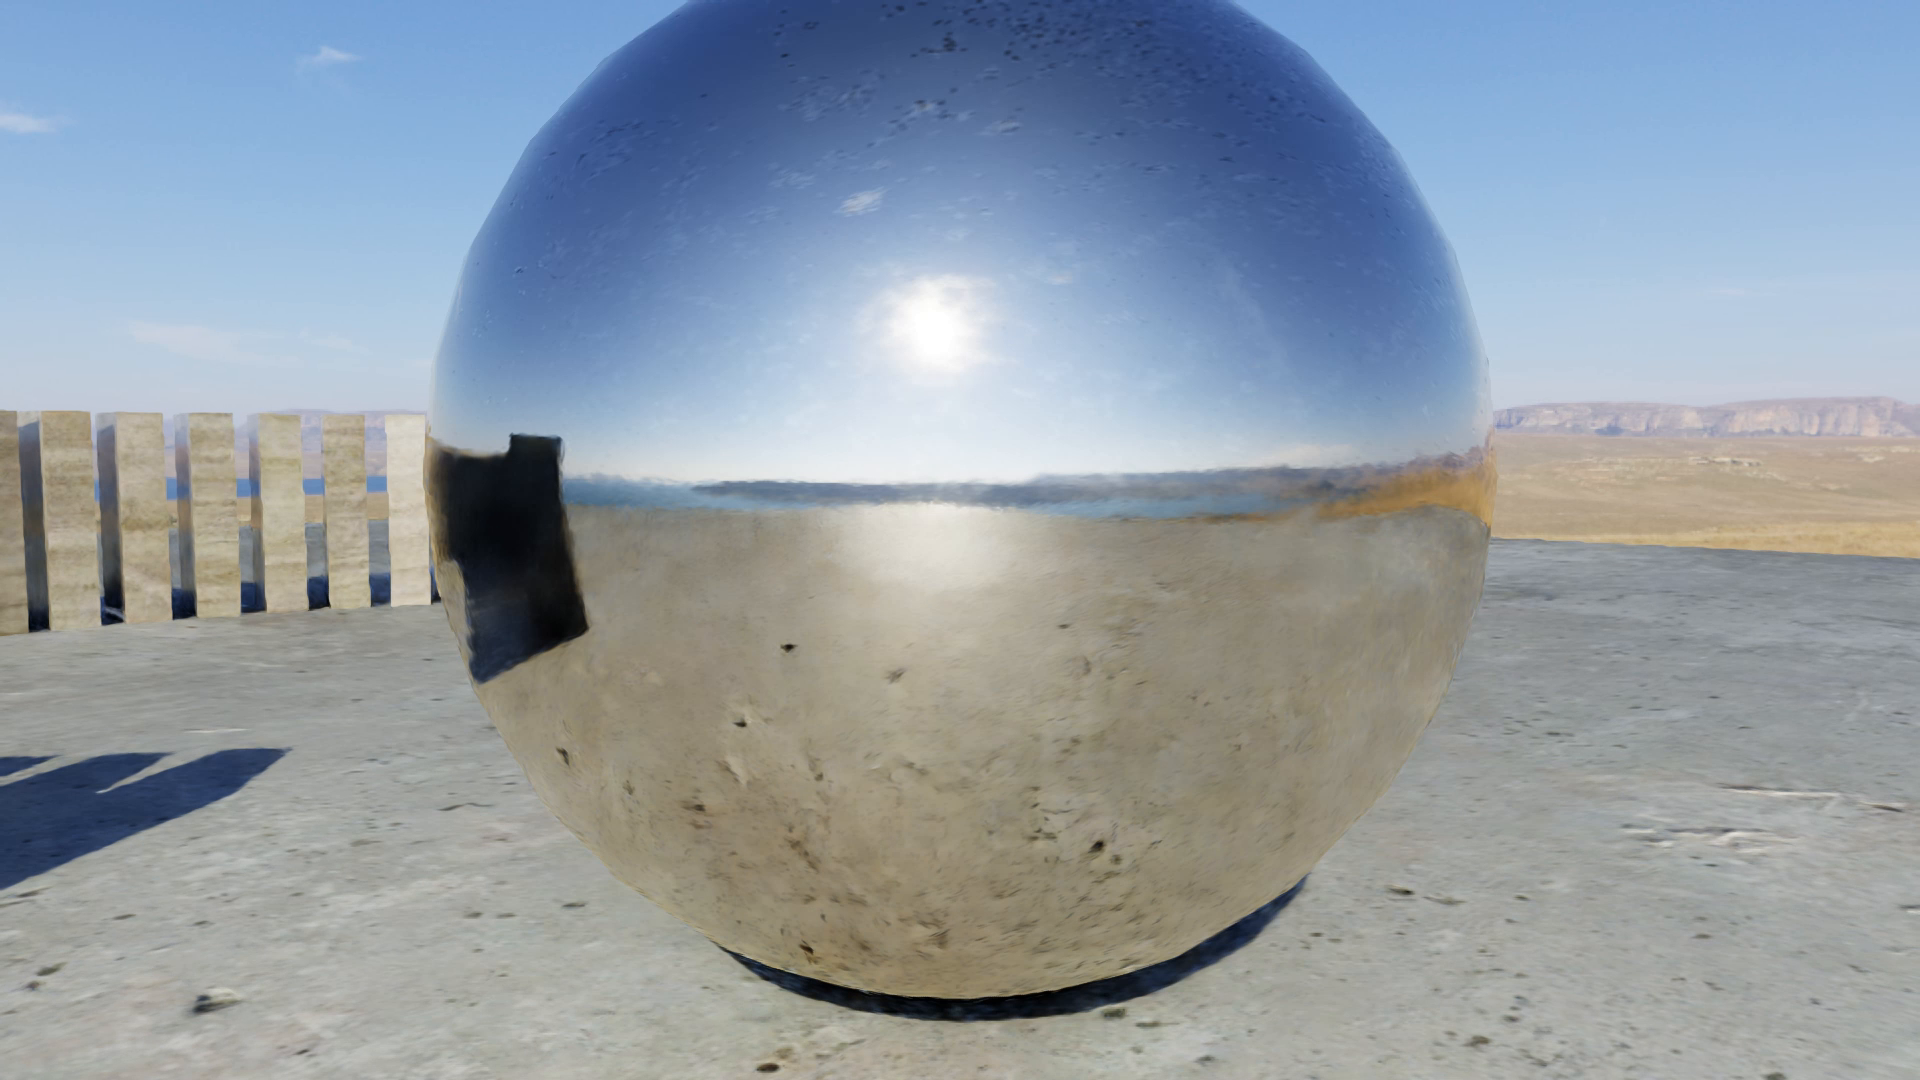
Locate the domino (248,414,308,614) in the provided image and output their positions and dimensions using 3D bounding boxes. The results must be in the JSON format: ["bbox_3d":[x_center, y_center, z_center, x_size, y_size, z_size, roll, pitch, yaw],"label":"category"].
[{"bbox_3d":[-0.177,-0.007,0.333,0.009,0.050,0.025,-3,5,-35],"label":"domino"}]

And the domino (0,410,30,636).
[{"bbox_3d":[-0.223,-0.004,0.290,0.025,0.050,0.010,3,5,33],"label":"domino"}]

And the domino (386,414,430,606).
[{"bbox_3d":[-0.150,-0.009,0.348,0.009,0.050,0.025,-2,5,-22],"label":"domino"}]

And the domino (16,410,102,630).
[{"bbox_3d":[-0.213,-0.005,0.302,0.025,0.050,0.010,4,6,41],"label":"domino"}]

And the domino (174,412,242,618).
[{"bbox_3d":[-0.190,-0.007,0.324,0.009,0.050,0.025,-3,5,-39],"label":"domino"}]

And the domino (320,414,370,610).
[{"bbox_3d":[-0.164,-0.008,0.342,0.009,0.050,0.025,-2,5,-28],"label":"domino"}]

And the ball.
[{"bbox_3d":[0.000,-0.005,0.103,0.080,0.080,0.080,0,4,0],"label":"ball"}]

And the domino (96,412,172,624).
[{"bbox_3d":[-0.202,-0.006,0.314,0.009,0.050,0.025,-4,6,-43],"label":"domino"}]
